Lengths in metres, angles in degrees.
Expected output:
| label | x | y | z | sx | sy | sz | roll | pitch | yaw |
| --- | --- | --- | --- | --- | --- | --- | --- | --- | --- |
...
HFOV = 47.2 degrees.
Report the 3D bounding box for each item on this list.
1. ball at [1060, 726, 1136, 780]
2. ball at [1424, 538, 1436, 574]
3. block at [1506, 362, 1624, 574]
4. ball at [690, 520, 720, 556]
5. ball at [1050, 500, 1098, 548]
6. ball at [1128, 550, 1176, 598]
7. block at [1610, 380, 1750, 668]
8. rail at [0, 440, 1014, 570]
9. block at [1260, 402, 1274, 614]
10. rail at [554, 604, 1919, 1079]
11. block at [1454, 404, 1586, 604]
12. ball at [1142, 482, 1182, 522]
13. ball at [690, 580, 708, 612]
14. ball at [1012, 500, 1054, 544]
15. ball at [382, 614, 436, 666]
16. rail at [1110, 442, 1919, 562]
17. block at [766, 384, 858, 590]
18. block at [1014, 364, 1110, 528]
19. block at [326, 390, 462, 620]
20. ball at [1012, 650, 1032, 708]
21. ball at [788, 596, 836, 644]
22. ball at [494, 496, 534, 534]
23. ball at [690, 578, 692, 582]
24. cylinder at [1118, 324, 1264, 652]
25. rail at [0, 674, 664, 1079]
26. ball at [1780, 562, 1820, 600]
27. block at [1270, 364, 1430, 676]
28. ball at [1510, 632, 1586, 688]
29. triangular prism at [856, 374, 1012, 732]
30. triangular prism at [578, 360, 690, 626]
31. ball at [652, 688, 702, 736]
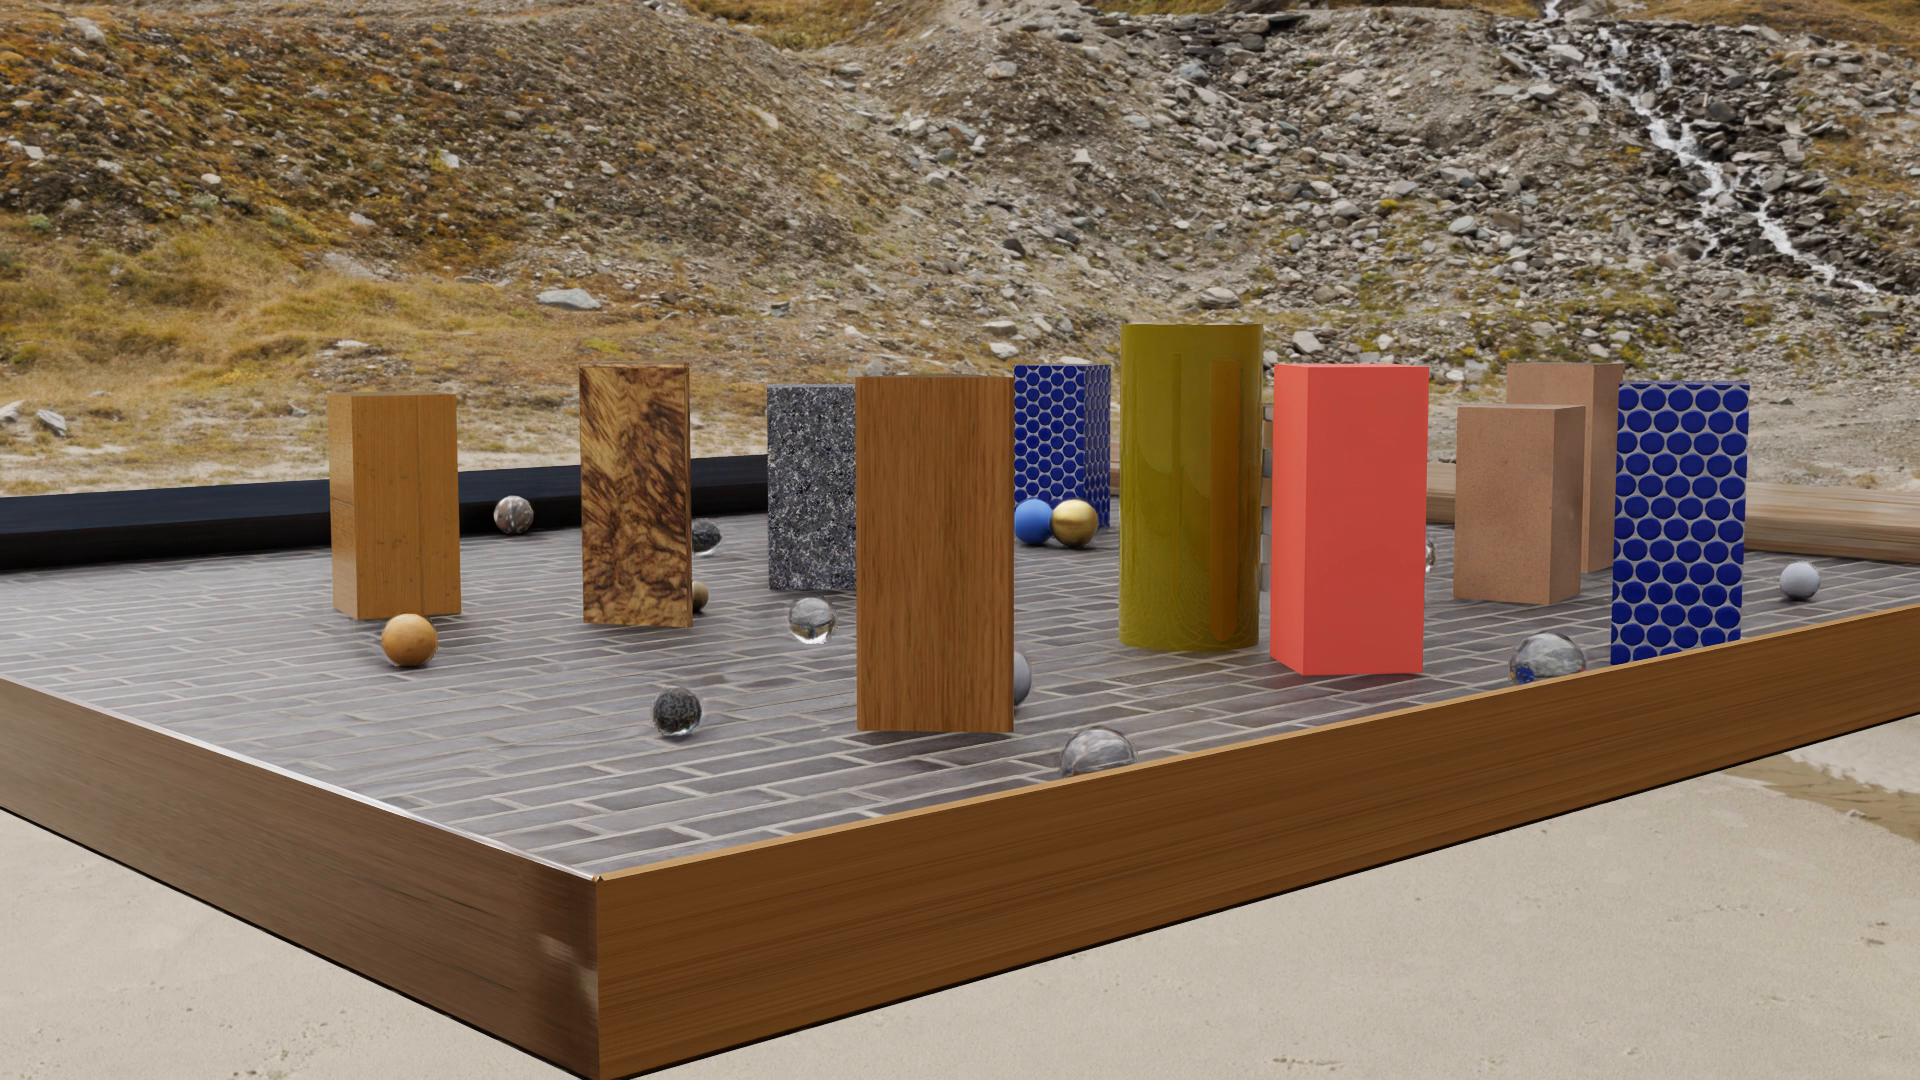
| label | x | y | z | sx | sy | sz | roll | pitch | yaw |
| --- | --- | --- | --- | --- | --- | --- | --- | --- | --- |
| ball | 0.125 | 0.202 | 1.983 | 0.069 | 0.069 | 0.069 | 0 | 6 | 0 |
| ball | 0.762 | 0.026 | 3.670 | 0.065 | 0.065 | 0.065 | 0 | 6 | 0 |
| block | 1.036 | -0.129 | 3.781 | 0.150 | 0.348 | 0.150 | 4 | 7 | 35 |
| ball | -0.461 | -0.003 | 3.933 | 0.066 | 0.066 | 0.066 | 0 | 6 | 0 |
| ball | 0.212 | -0.031 | 4.085 | 0.090 | 0.090 | 0.090 | 0 | 6 | 0 |
| ball | 0.296 | 0.051 | 3.383 | 0.075 | 0.075 | 0.075 | 0 | 6 | 0 |
| block | 0.897 | -0.020 | 2.744 | 0.150 | 0.352 | 0.150 | 2 | 6 | 18 |
| rail | -0.932 | -0.075 | 4.337 | 3.141 | 0.122 | 0.045 | -6 | 8 | -42 |
| block | 0.487 | -0.050 | 3.269 | 0.150 | 0.300 | 0.150 | -4 | 7 | -31 |
| rail | 0.932 | 0.138 | 2.328 | 3.141 | 0.122 | 0.045 | -6 | 8 | -42 |
| block | 0.862 | -0.059 | 3.389 | 0.150 | 0.293 | 0.150 | 4 | 7 | 33 |
| ball | 0.418 | -0.079 | 4.575 | 0.083 | 0.083 | 0.083 | 0 | 6 | 0 |
| ball | -0.391 | 0.083 | 3.226 | 0.045 | 0.045 | 0.045 | 0 | 6 | 0 |
| ball | 0.139 | -0.033 | 4.134 | 0.085 | 0.085 | 0.085 | 0 | 6 | 0 |
| ball | -0.686 | 0.124 | 2.735 | 0.066 | 0.066 | 0.066 | 0 | 6 | 0 |
| rail | 1.137 | -0.079 | 4.375 | 0.045 | 0.122 | 2.796 | -6 | 8 | -42 |
| block | -0.234 | -0.089 | 3.545 | 0.150 | 0.319 | 0.150 | -1 | 6 | -5 |
| block | 0.206 | -0.188 | 4.435 | 0.150 | 0.329 | 0.150 | 3 | 7 | 24 |
| block | -0.831 | -0.055 | 3.228 | 0.150 | 0.319 | 0.150 | -3 | 7 | -29 |
| ball | 0.045 | 0.154 | 2.439 | 0.069 | 0.069 | 0.069 | 0 | 6 | 0 |
| ball | -0.196 | 0.106 | 2.918 | 0.063 | 0.063 | 0.063 | 0 | 6 | 0 |
| ball | -0.876 | -0.049 | 4.316 | 0.077 | 0.077 | 0.077 | 0 | 6 | 0 |
| ball | -0.431 | 0.069 | 3.368 | 0.043 | 0.043 | 0.043 | 0 | 6 | 0 |
| cylinder | 0.306 | -0.075 | 2.926 | 0.188 | 0.422 | 0.188 | 0 | 6 | 0 |
| rail | -1.137 | 0.142 | 2.289 | 0.045 | 0.122 | 2.796 | -6 | 8 | -42 |
| ball | 1.280 | 0.063 | 3.351 | 0.058 | 0.058 | 0.058 | 0 | 6 | 0 |
| block | 0.481 | -0.030 | 2.733 | 0.150 | 0.373 | 0.150 | -1 | 6 | -7 |
| ball | 0.658 | 0.144 | 2.463 | 0.083 | 0.083 | 0.083 | 0 | 6 | 0 |
| triangular prism | -0.021 | 0.009 | 2.370 | 0.163 | 0.372 | 0.141 | 0 | 6 | 4 |
| triangular prism | -0.438 | -0.071 | 3.143 | 0.163 | 0.368 | 0.141 | 2 | 6 | 14 |
| ball | -0.295 | 0.179 | 2.289 | 0.051 | 0.051 | 0.051 | 0 | 6 | 0 |
